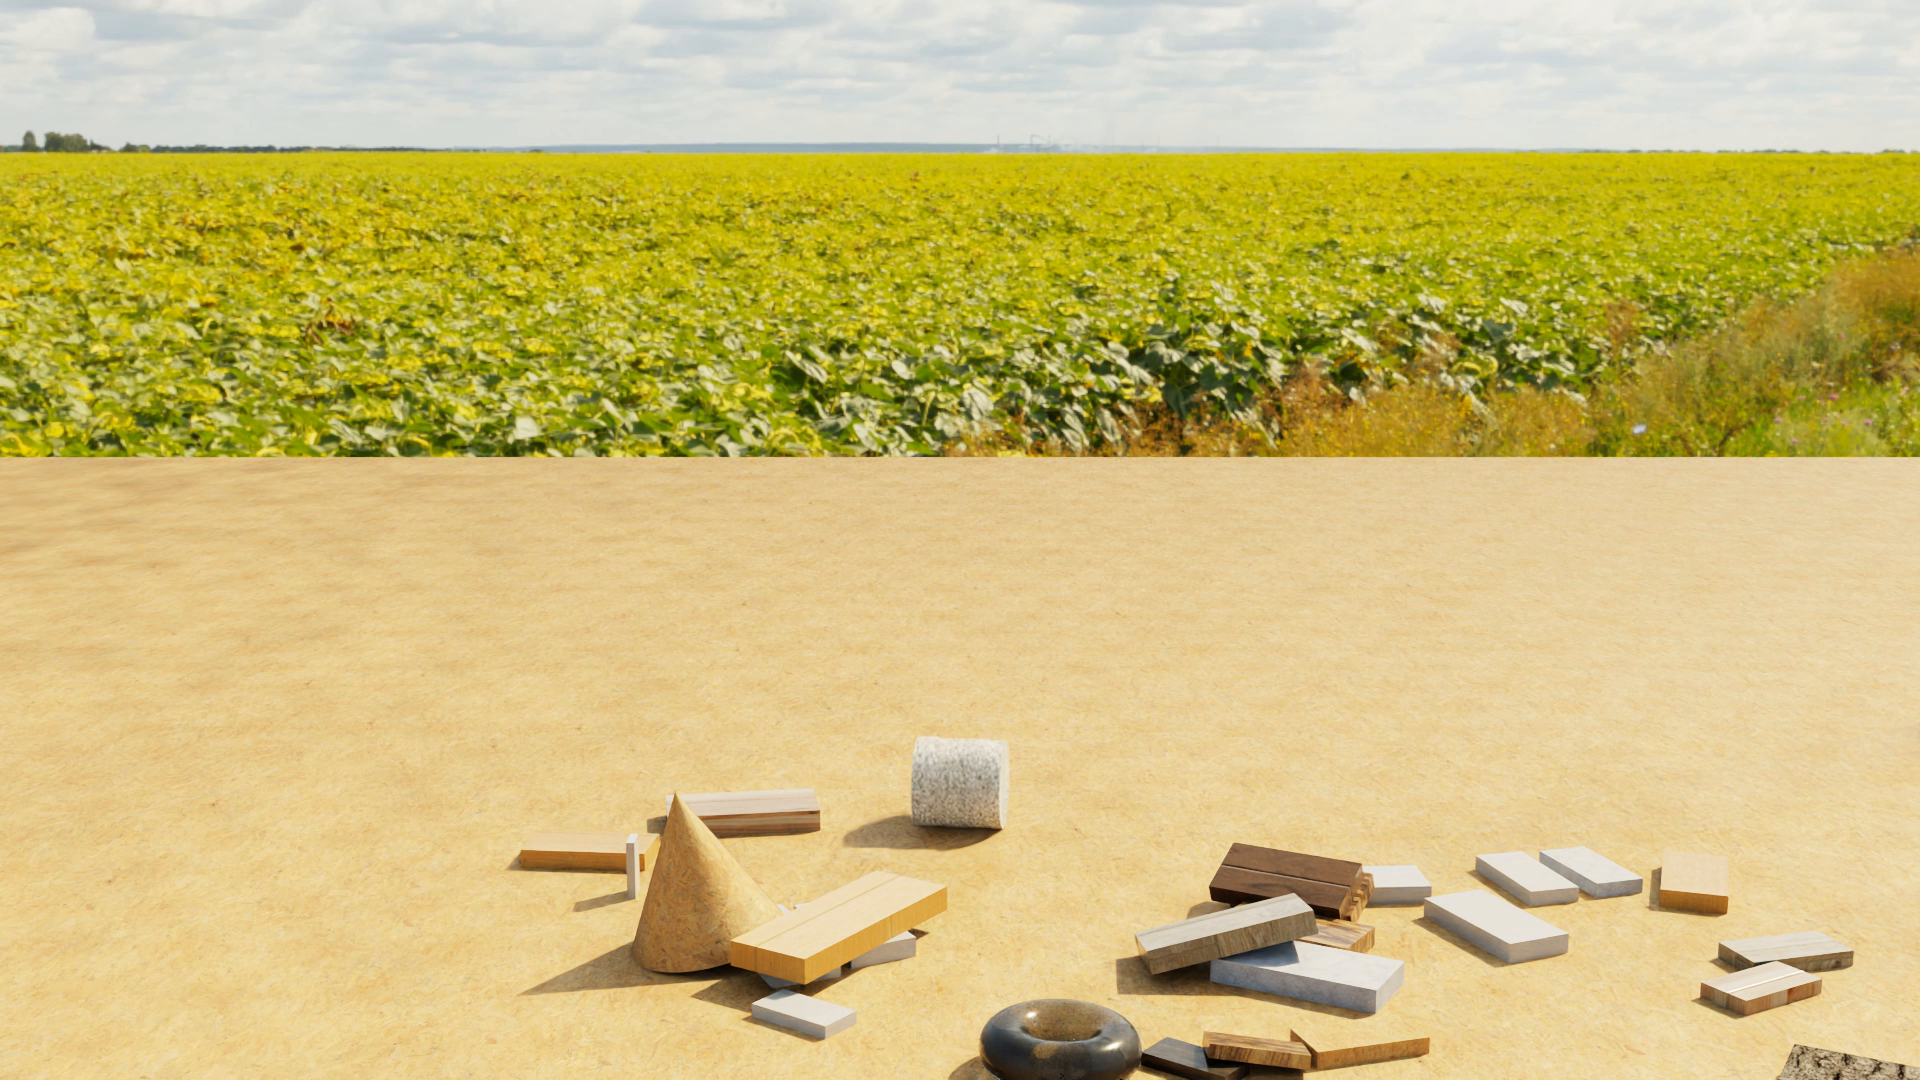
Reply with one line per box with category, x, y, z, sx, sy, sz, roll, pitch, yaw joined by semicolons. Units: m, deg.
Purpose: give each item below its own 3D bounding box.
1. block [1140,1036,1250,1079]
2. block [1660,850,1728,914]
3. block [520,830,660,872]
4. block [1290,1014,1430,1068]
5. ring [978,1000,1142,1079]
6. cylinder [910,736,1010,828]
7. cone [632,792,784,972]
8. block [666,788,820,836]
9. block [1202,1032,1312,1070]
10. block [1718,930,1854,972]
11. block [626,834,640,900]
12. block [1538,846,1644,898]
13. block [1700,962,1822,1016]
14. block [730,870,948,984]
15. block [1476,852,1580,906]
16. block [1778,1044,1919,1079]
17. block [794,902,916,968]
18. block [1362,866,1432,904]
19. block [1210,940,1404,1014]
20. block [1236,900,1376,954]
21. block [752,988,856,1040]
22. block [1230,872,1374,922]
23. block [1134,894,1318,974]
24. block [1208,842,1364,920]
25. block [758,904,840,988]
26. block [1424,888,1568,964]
block;0.319;0.709;2.979;0.132;0.019;0.066;8;13;37
block;1.231;0.572;3.686;0.105;0.030;0.211;4;11;18
block;-0.645;0.542;3.842;0.219;0.031;0.109;1;11;6
block;0.553;0.694;3.045;0.170;0.024;0.085;-3;11;-17
ring;0.135;0.684;2.966;0.221;0.074;0.221;1;10;0
cylinder;0.002;0.443;4.022;0.160;0.160;0.160;1;11;8
cone;-0.412;0.498;3.383;0.242;0.242;0.242;-10;15;3
block;-0.400;0.501;4.041;0.275;0.039;0.138;-2;11;-9
block;0.402;0.693;2.986;0.138;0.020;0.069;7;1;-1
block;1.263;0.634;3.366;0.176;0.025;0.088;-3;11;-16
block;-0.544;0.543;3.657;0.014;0.097;0.049;0;11;0
block;1.072;0.564;3.741;0.088;0.025;0.176;-3;11;-17
block;1.179;0.659;3.235;0.165;0.023;0.082;-6;12;-30
block;-0.180;0.592;3.384;0.138;0.039;0.375;7;13;32
block;0.954;0.570;3.708;0.088;0.025;0.190;-3;11;-14
block;1.210;0.721;2.862;0.257;0.036;0.129;6;12;29
block;-0.167;0.614;3.457;0.109;0.031;0.219;-5;12;-27
block;0.668;0.576;3.665;0.211;0.030;0.105;-1;11;-3
block;0.518;0.643;3.281;0.257;0.036;0.129;6;12;29
block;0.524;0.616;3.443;0.222;0.031;0.111;7;12;32
block;-0.223;0.677;3.145;0.138;0.020;0.069;8;13;36
block;0.556;0.571;3.581;0.211;0.030;0.105;6;36;30
block;0.402;0.596;3.337;0.257;0.036;0.129;-13;3;-4
block;0.528;0.554;3.560;0.222;0.031;0.111;6;36;29
block;-0.283;0.625;3.397;0.109;0.031;0.256;-5;12;-25
block;0.846;0.609;3.480;0.111;0.031;0.222;-5;11;-23
